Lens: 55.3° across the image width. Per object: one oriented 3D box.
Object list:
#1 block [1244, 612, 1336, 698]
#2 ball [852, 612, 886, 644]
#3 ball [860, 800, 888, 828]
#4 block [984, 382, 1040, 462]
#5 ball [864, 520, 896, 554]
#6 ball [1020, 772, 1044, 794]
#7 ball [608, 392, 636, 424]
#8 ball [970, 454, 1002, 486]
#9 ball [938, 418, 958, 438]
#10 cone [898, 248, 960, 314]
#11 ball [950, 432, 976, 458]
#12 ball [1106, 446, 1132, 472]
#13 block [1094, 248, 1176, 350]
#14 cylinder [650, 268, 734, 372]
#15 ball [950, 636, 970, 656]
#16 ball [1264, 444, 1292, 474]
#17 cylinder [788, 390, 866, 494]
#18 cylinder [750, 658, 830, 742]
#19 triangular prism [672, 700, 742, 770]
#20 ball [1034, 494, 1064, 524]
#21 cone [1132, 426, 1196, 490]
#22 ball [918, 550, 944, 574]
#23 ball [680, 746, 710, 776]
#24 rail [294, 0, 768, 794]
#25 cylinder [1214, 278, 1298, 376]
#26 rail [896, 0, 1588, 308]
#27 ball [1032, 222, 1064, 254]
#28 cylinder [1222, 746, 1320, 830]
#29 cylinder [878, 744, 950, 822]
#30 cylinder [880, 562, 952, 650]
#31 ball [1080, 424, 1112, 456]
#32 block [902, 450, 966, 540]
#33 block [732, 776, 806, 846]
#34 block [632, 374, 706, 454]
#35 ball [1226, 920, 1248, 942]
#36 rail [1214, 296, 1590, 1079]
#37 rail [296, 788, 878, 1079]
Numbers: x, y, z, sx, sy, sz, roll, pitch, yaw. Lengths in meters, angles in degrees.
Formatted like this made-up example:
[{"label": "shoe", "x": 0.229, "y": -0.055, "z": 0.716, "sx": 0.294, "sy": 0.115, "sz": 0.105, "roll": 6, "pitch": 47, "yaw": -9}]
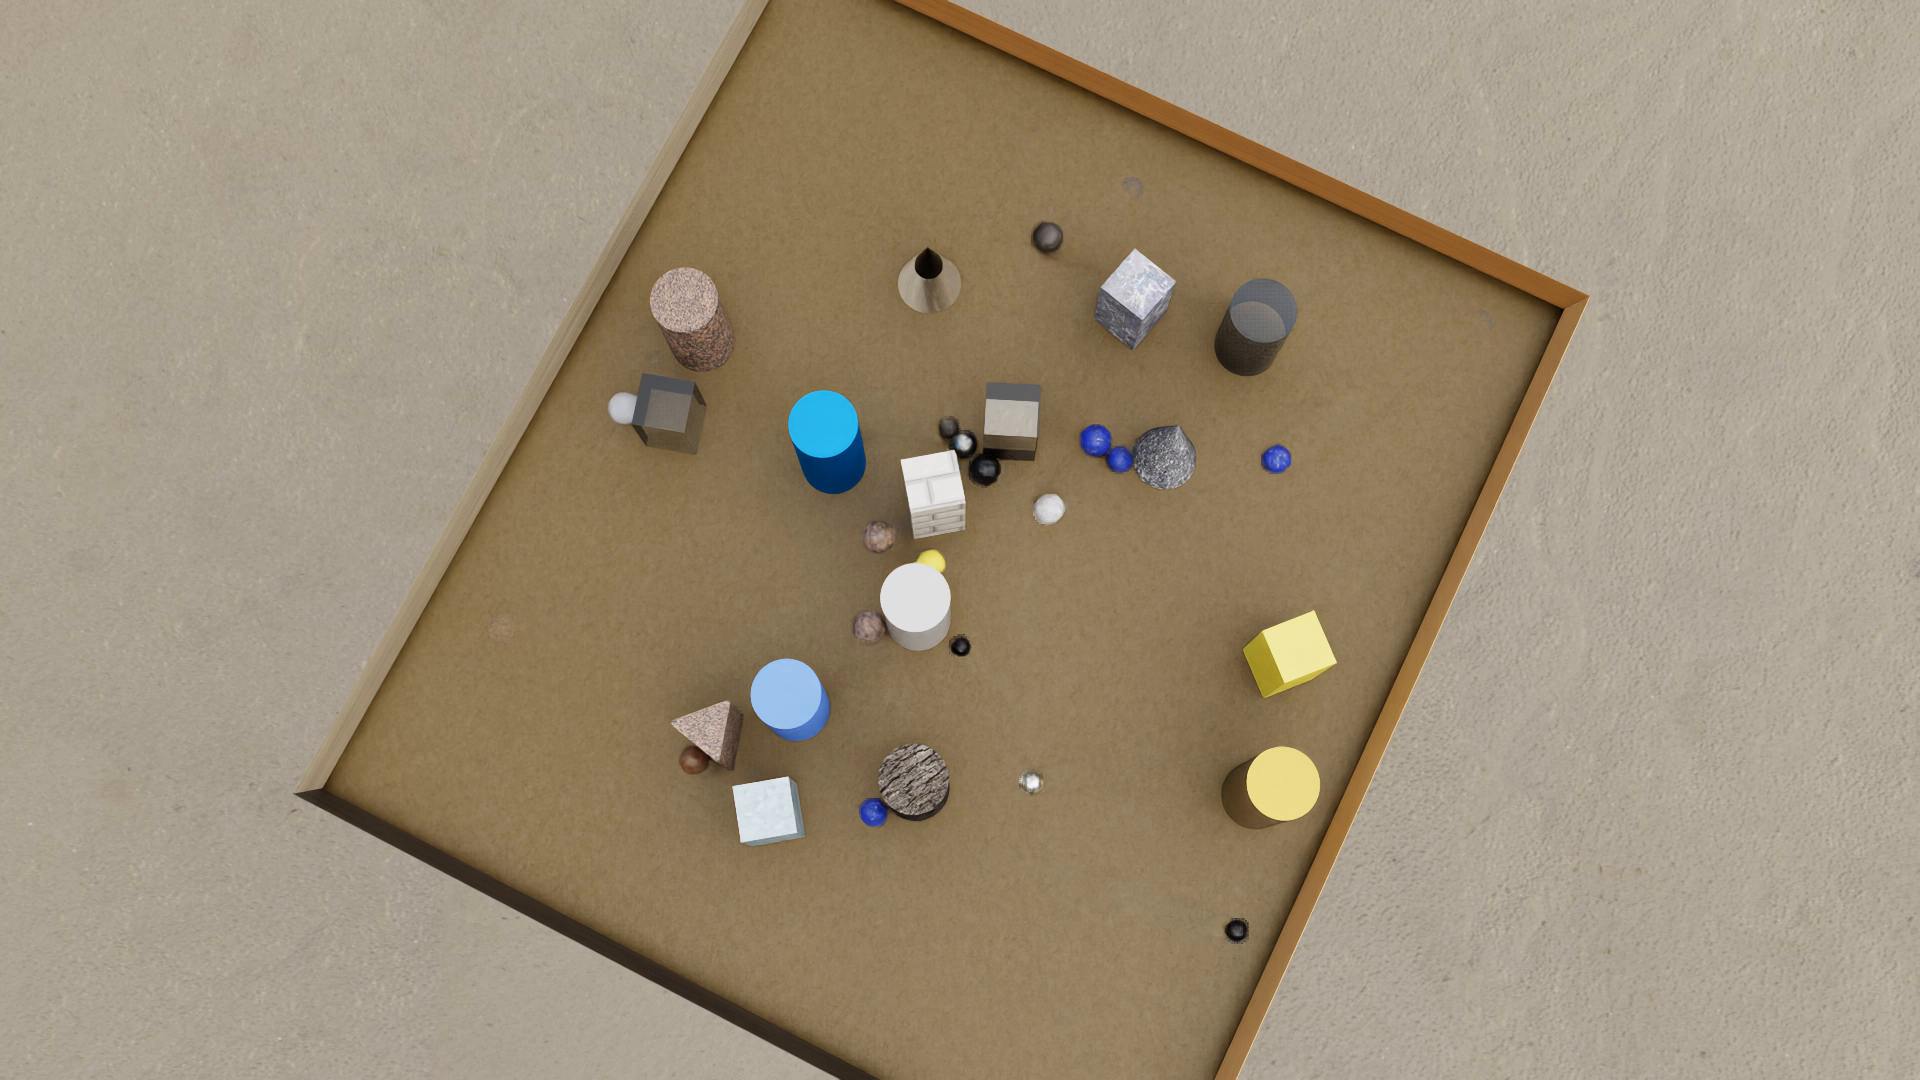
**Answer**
[{"label": "block", "x": 0.959, "y": 0.339, "z": 5.358, "sx": 0.160, "sy": 0.369, "sz": 0.160, "roll": -21, "pitch": 79, "yaw": -4}, {"label": "ball", "x": -0.274, "y": 0.264, "z": 5.511, "sx": 0.099, "sy": 0.099, "sz": 0.099, "roll": 0, "pitch": 78, "yaw": 0}, {"label": "ball", "x": -0.253, "y": 0.806, "z": 5.408, "sx": 0.081, "sy": 0.081, "sz": 0.081, "roll": 0, "pitch": 78, "yaw": 0}, {"label": "block", "x": 0.155, "y": -0.355, "z": 5.543, "sx": 0.160, "sy": 0.287, "sz": 0.160, "roll": 3, "pitch": 78, "yaw": 1}, {"label": "ball", "x": -0.245, "y": -0.009, "z": 5.568, "sx": 0.099, "sy": 0.099, "sz": 0.099, "roll": 0, "pitch": 78, "yaw": 0}, {"label": "ball", "x": 0.214, "y": 0.720, "z": 5.434, "sx": 0.066, "sy": 0.066, "sz": 0.066, "roll": 0, "pitch": 78, "yaw": 0}, {"label": "ball", "x": -1.034, "y": -0.406, "z": 5.650, "sx": 0.100, "sy": 0.100, "sz": 0.100, "roll": 0, "pitch": 78, "yaw": 0}, {"label": "ball", "x": 0.078, "y": -0.215, "z": 5.612, "sx": 0.096, "sy": 0.096, "sz": 0.096, "roll": 0, "pitch": 78, "yaw": 0}, {"label": "ball", "x": -0.035, "y": -0.346, "z": 5.656, "sx": 0.063, "sy": 0.063, "sz": 0.063, "roll": 0, "pitch": 78, "yaw": 0}, {"label": "cone", "x": -0.096, "y": -0.843, "z": 5.628, "sx": 0.200, "sy": 0.319, "sz": 0.200, "roll": 0, "pitch": 78, "yaw": 0}, {"label": "ball", "x": 0.010, "y": -0.292, "z": 5.634, "sx": 0.084, "sy": 0.084, "sz": 0.084, "roll": 0, "pitch": 78, "yaw": 0}, {"label": "ball", "x": 0.490, "y": -0.250, "z": 5.628, "sx": 0.078, "sy": 0.078, "sz": 0.078, "roll": 0, "pitch": 78, "yaw": 0}, {"label": "block", "x": 0.533, "y": -0.734, "z": 5.617, "sx": 0.160, "sy": 0.297, "sz": 0.160, "roll": 40, "pitch": 81, "yaw": 8}, {"label": "cylinder", "x": -0.807, "y": -0.663, "z": 5.552, "sx": 0.200, "sy": 0.395, "sz": 0.200, "roll": 0, "pitch": 78, "yaw": 0}, {"label": "ball", "x": 0.002, "y": 0.322, "z": 5.519, "sx": 0.060, "sy": 0.060, "sz": 0.060, "roll": 0, "pitch": 78, "yaw": 0}, {"label": "ball", "x": 0.974, "y": -0.249, "z": 5.624, "sx": 0.087, "sy": 0.087, "sz": 0.087, "roll": 0, "pitch": 78, "yaw": 0}, {"label": "cylinder", "x": -0.390, "y": -0.285, "z": 5.445, "sx": 0.200, "sy": 0.453, "sz": 0.200, "roll": 0, "pitch": 78, "yaw": 0}, {"label": "cylinder", "x": -0.490, "y": 0.469, "z": 5.338, "sx": 0.200, "sy": 0.355, "sz": 0.200, "roll": 0, "pitch": 78, "yaw": 0}, {"label": "triangular prism", "x": -0.700, "y": 0.545, "z": 5.334, "sx": 0.173, "sy": 0.333, "sz": 0.150, "roll": 39, "pitch": 81, "yaw": 7}, {"label": "ball", "x": 0.273, "y": -0.096, "z": 5.590, "sx": 0.092, "sy": 0.092, "sz": 0.092, "roll": 0, "pitch": 78, "yaw": 0}, {"label": "cone", "x": 0.632, "y": -0.293, "z": 5.481, "sx": 0.200, "sy": 0.384, "sz": 0.200, "roll": 0, "pitch": 78, "yaw": 0}, {"label": "ball", "x": -0.089, "y": 0.072, "z": 5.559, "sx": 0.085, "sy": 0.085, "sz": 0.085, "roll": 0, "pitch": 78, "yaw": 0}, {"label": "ball", "x": -0.788, "y": 0.654, "z": 5.437, "sx": 0.087, "sy": 0.087, "sz": 0.087, "roll": 0, "pitch": 78, "yaw": 0}, {"label": "rail", "x": -1.228, "y": -0.594, "z": 5.672, "sx": 0.045, "sy": 0.130, "sz": 3.097, "roll": 26, "pitch": 80, "yaw": 5}, {"label": "cylinder", "x": 0.897, "y": -0.643, "z": 5.576, "sx": 0.200, "sy": 0.340, "sz": 0.200, "roll": 0, "pitch": 78, "yaw": 0}, {"label": "rail", "x": 0.682, "y": -1.329, "z": 5.824, "sx": 2.792, "sy": 0.130, "sz": 0.045, "roll": 26, "pitch": 80, "yaw": 5}, {"label": "ball", "x": 0.278, "y": -0.952, "z": 5.764, "sx": 0.098, "sy": 0.098, "sz": 0.098, "roll": 0, "pitch": 78, "yaw": 0}, {"label": "cylinder", "x": 0.878, "y": 0.711, "z": 5.217, "sx": 0.200, "sy": 0.494, "sz": 0.200, "roll": 0, "pitch": 78, "yaw": 0}, {"label": "cylinder", "x": -0.131, "y": 0.705, "z": 5.305, "sx": 0.200, "sy": 0.325, "sz": 0.200, "roll": 0, "pitch": 78, "yaw": 0}, {"label": "cylinder", "x": -0.127, "y": 0.200, "z": 5.387, "sx": 0.200, "sy": 0.368, "sz": 0.200, "roll": 0, "pitch": 78, "yaw": 0}, {"label": "ball", "x": 0.418, "y": -0.307, "z": 5.630, "sx": 0.098, "sy": 0.098, "sz": 0.098, "roll": 0, "pitch": 78, "yaw": 0}, {"label": "block", "x": -0.077, "y": -0.131, "z": 5.455, "sx": 0.160, "sy": 0.370, "sz": 0.160, "roll": -11, "pitch": 79, "yaw": -2}, {"label": "block", "x": -0.551, "y": 0.789, "z": 5.310, "sx": 0.160, "sy": 0.281, "sz": 0.160, "roll": -10, "pitch": 78, "yaw": -2}, {"label": "block", "x": -0.880, "y": -0.380, "z": 5.563, "sx": 0.160, "sy": 0.260, "sz": 0.160, "roll": 10, "pitch": 78, "yaw": 2}, {"label": "ball", "x": 0.807, "y": 1.141, "z": 5.347, "sx": 0.065, "sy": 0.065, "sz": 0.065, "roll": 0, "pitch": 78, "yaw": 0}, {"label": "rail", "x": 1.228, "y": 0.608, "z": 5.424, "sx": 0.045, "sy": 0.130, "sz": 3.097, "roll": 26, "pitch": 80, "yaw": 5}, {"label": "rail", "x": -0.682, "y": 1.343, "z": 5.271, "sx": 2.792, "sy": 0.130, "sz": 0.045, "roll": 26, "pitch": 80, "yaw": 5}]
